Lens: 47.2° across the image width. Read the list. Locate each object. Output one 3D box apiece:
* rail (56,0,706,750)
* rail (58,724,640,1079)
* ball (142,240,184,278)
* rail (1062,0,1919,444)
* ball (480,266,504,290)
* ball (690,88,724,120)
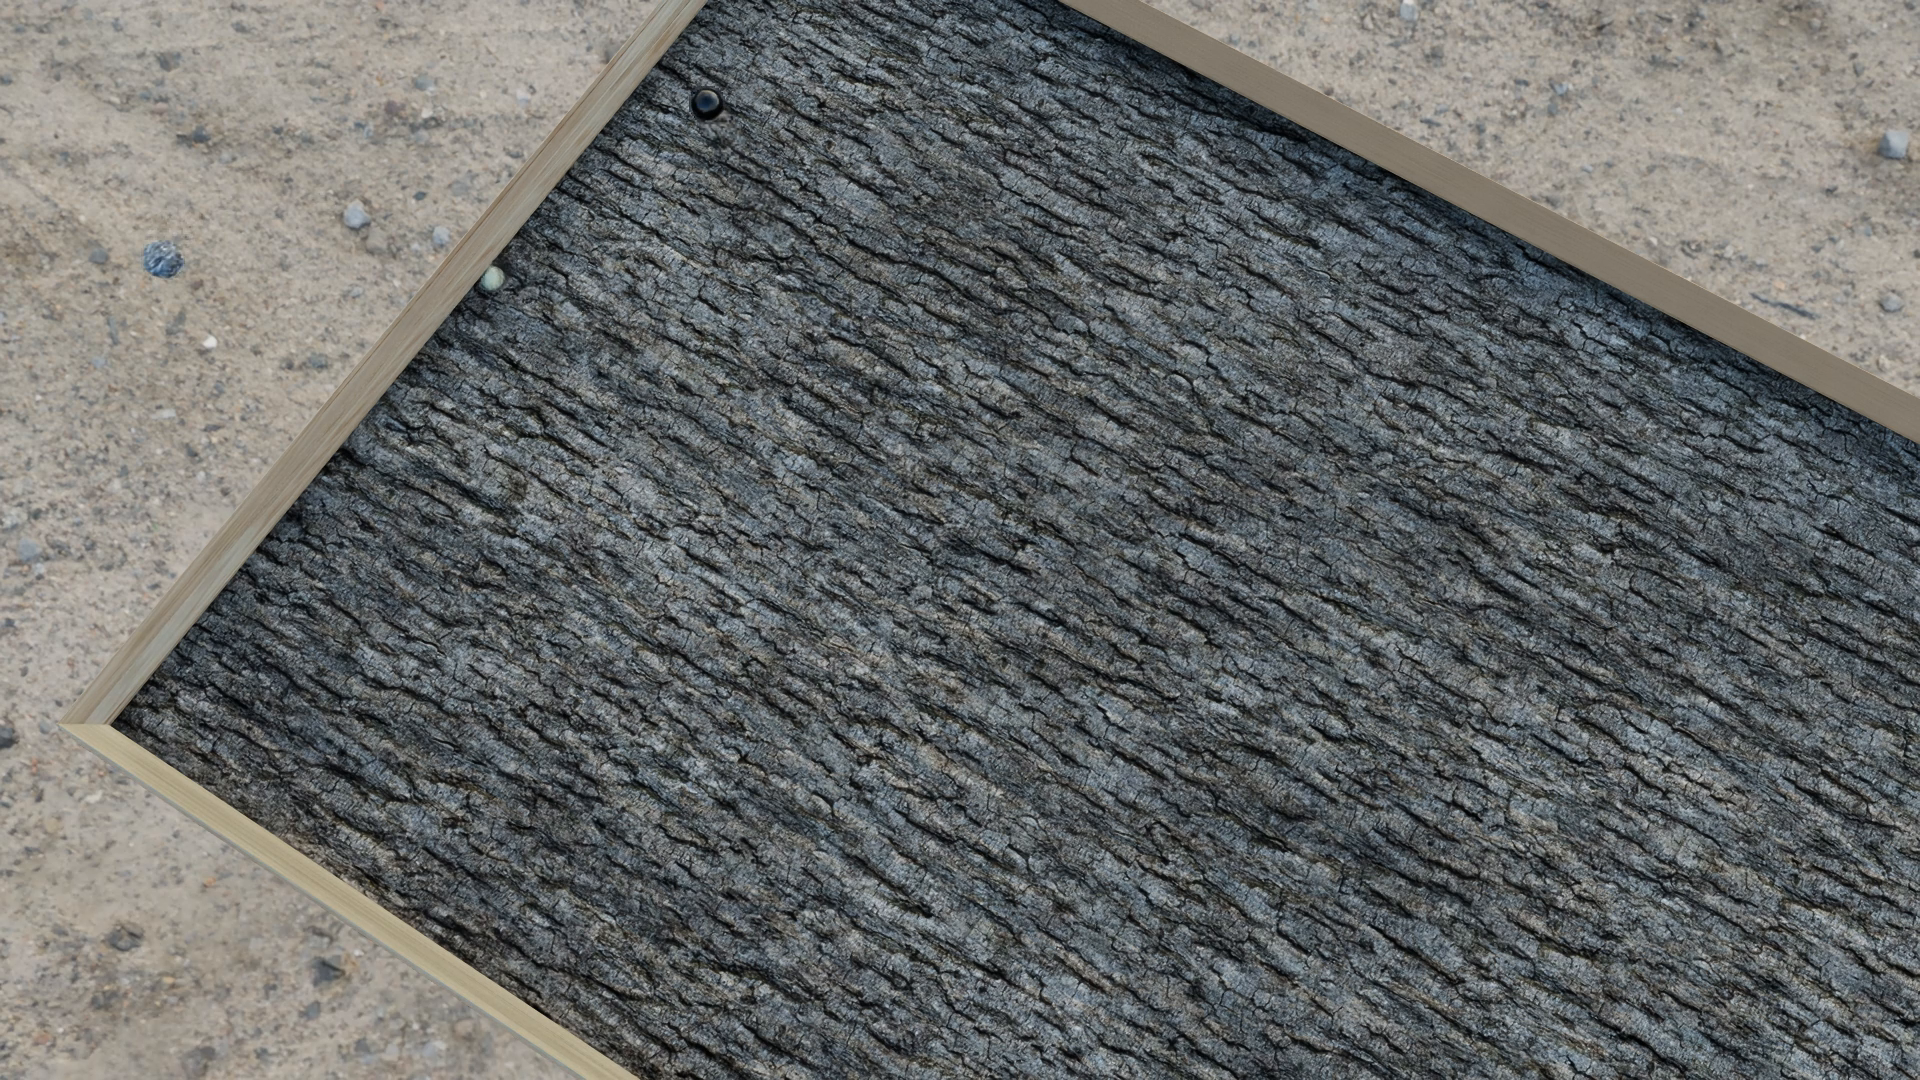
[{"bbox_3d":[-0.808,-0.480,3.710,0.045,0.093,2.033,30,70,12],"label":"rail"},{"bbox_3d":[0.297,1.244,2.972,3.922,0.093,0.045,30,70,12],"label":"rail"},{"bbox_3d":[-1.471,-0.518,4.059,0.071,0.071,0.071,0,67,0],"label":"ball"},{"bbox_3d":[1.359,-0.297,3.632,3.922,0.093,0.045,30,70,12],"label":"rail"},{"bbox_3d":[-0.792,-0.444,3.723,0.041,0.041,0.041,0,67,0],"label":"ball"},{"bbox_3d":[-0.443,-0.763,3.851,0.058,0.058,0.058,0,67,0],"label":"ball"}]
